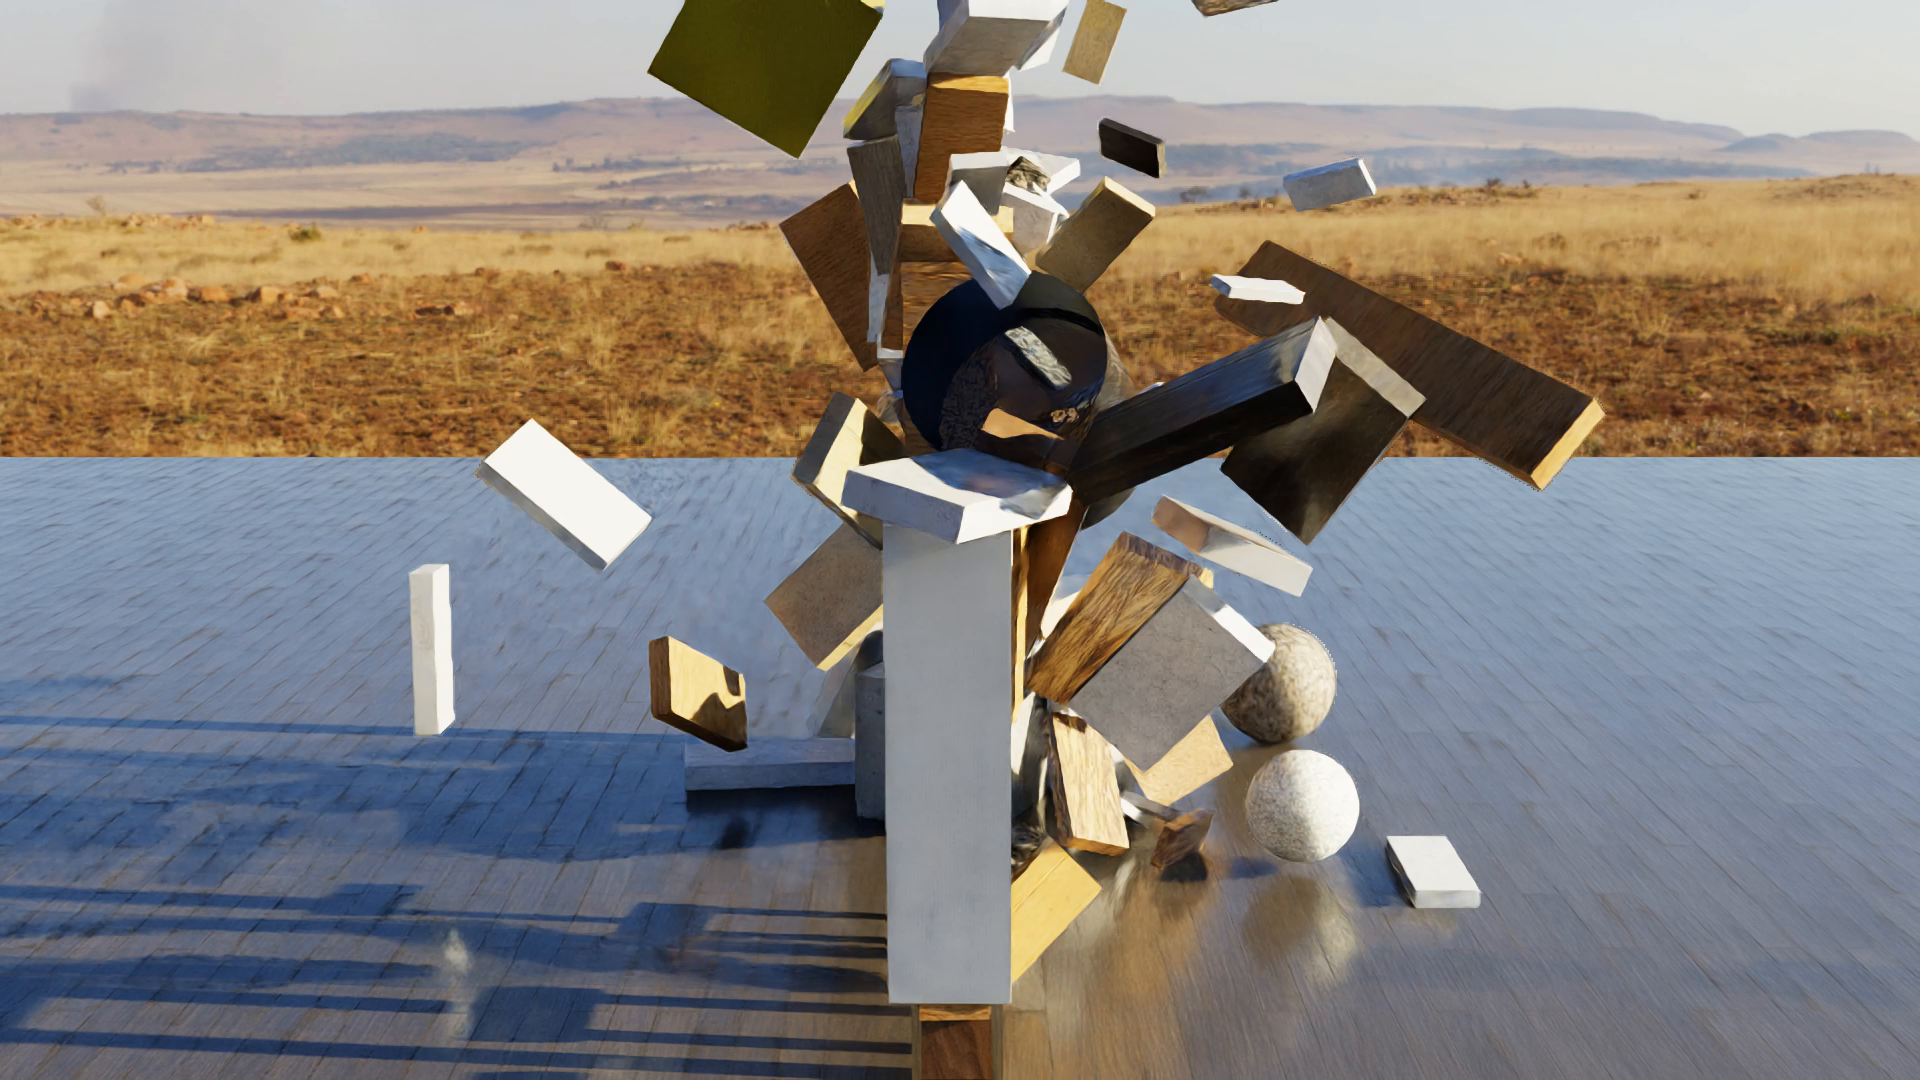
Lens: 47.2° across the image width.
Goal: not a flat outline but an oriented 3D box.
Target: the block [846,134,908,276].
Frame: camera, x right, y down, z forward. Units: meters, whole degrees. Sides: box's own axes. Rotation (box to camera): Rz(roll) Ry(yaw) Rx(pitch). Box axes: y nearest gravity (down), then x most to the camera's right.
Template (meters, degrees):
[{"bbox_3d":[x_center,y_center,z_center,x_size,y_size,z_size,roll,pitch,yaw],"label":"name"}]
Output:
[{"bbox_3d":[-0.101,-0.528,3.462,0.104,0.209,0.030,-8,22,15],"label":"block"}]

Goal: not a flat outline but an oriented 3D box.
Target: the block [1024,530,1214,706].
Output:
[{"bbox_3d":[0.232,0.134,3.252,0.150,0.300,0.042,25,34,-13],"label":"block"}]

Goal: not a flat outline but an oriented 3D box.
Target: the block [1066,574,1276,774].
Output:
[{"bbox_3d":[0.290,0.190,3.063,0.150,0.300,0.042,41,42,1],"label":"block"}]

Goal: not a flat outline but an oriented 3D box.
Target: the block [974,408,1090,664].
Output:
[{"bbox_3d":[0.061,0.008,2.840,0.156,0.395,0.044,24,48,5],"label":"block"}]

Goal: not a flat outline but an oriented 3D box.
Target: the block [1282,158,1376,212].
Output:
[{"bbox_3d":[0.444,-0.426,2.645,0.099,0.050,0.014,-9,46,31],"label":"block"}]

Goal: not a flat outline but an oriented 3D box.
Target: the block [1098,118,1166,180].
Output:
[{"bbox_3d":[0.219,-0.497,2.792,0.014,0.050,0.099,-37,48,-28],"label":"block"}]

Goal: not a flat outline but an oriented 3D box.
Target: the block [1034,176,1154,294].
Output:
[{"bbox_3d":[0.164,-0.371,2.683,0.073,0.147,0.021,28,41,-19],"label":"block"}]

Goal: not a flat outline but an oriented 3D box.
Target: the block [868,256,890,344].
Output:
[{"bbox_3d":[-0.086,-0.527,4.239,0.170,0.339,0.048,4,41,-1],"label":"block"}]

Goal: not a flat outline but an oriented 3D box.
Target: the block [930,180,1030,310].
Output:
[{"bbox_3d":[0.026,-0.362,2.701,0.021,0.147,0.073,-21,27,39],"label":"block"}]

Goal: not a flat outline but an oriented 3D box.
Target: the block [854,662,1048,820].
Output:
[{"bbox_3d":[-0.014,0.368,4.123,0.270,0.270,0.270,5,12,25],"label":"block"}]

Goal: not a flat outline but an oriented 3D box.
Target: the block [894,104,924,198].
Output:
[{"bbox_3d":[-0.031,-0.565,3.369,0.104,0.209,0.030,-5,33,7],"label":"block"}]

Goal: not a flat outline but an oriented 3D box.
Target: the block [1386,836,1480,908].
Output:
[{"bbox_3d":[0.801,0.562,3.739,0.104,0.030,0.284,0,11,1],"label":"block"}]

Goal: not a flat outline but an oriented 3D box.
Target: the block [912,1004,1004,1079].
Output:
[{"bbox_3d":[-0.003,0.493,2.911,0.122,0.467,0.035,0,11,0],"label":"block"}]

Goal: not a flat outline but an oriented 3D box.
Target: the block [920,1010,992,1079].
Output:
[{"bbox_3d":[-0.005,0.671,2.755,0.087,0.174,0.025,-1,11,-3],"label":"block"}]

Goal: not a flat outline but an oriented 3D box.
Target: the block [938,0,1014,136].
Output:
[{"bbox_3d":[0.028,-0.884,4.066,0.126,0.295,0.036,-11,-11,36],"label":"block"}]

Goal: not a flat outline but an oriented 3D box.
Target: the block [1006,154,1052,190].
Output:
[{"bbox_3d":[0.080,-0.554,3.547,0.064,0.129,0.018,31,25,-33],"label":"block"}]

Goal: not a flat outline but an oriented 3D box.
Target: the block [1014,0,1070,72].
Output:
[{"bbox_3d":[0.133,-0.833,3.613,0.064,0.129,0.018,-26,63,-33],"label":"block"}]

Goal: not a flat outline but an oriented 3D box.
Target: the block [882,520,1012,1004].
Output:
[{"bbox_3d":[-0.014,0.271,2.645,0.151,0.605,0.043,0,15,1],"label":"block"}]

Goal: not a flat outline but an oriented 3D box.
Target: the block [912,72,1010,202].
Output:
[{"bbox_3d":[0.000,-0.589,3.265,0.118,0.236,0.033,4,52,-5],"label":"block"}]

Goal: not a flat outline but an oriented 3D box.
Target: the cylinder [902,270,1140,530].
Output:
[{"bbox_3d":[0.094,-0.179,2.953,0.275,0.275,0.275,4,-18,18],"label":"cylinder"}]

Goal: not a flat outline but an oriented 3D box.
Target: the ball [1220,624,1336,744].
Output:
[{"bbox_3d":[0.654,0.298,4.566,0.247,0.247,0.247,0,11,0],"label":"ball"}]

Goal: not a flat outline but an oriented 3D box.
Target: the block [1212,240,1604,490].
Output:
[{"bbox_3d":[0.554,-0.237,2.811,0.033,0.118,0.608,42,-3,-42],"label":"block"}]

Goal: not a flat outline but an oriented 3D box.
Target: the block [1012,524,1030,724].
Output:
[{"bbox_3d":[0.006,0.083,2.797,0.151,0.301,0.043,9,27,14],"label":"block"}]

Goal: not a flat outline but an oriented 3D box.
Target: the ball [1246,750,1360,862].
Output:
[{"bbox_3d":[0.586,0.456,3.769,0.192,0.192,0.192,0,11,0],"label":"ball"}]

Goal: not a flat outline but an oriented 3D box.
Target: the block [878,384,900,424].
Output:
[{"bbox_3d":[-0.052,-0.327,4.648,0.170,0.048,0.339,6,-21,-14],"label":"block"}]

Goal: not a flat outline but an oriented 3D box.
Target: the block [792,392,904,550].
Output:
[{"bbox_3d":[-0.155,-0.106,3.604,0.044,0.154,0.314,21,-11,30],"label":"block"}]

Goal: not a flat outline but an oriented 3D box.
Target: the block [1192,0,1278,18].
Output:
[{"bbox_3d":[0.390,-0.856,3.186,0.128,0.128,0.128,-7,-17,25],"label":"block"}]

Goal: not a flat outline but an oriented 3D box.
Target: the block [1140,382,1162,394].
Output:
[{"bbox_3d":[0.246,-0.194,3.269,0.130,0.018,0.065,-30,-6,14],"label":"block"}]

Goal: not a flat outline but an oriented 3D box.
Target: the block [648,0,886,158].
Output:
[{"bbox_3d":[-0.288,-0.793,3.361,0.258,0.258,0.258,28,25,-14],"label":"block"}]

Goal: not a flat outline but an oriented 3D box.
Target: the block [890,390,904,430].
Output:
[{"bbox_3d":[0.023,-0.122,3.601,0.168,0.336,0.048,-30,23,-21],"label":"block"}]

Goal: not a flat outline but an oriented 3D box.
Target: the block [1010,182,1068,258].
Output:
[{"bbox_3d":[0.076,-0.488,3.565,0.083,0.196,0.023,35,29,-32],"label":"block"}]

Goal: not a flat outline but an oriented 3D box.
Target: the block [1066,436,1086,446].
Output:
[{"bbox_3d":[0.131,-0.121,3.267,0.130,0.018,0.065,-25,-9,36],"label":"block"}]

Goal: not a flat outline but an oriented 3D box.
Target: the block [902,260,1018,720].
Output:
[{"bbox_3d":[0.001,-0.072,3.401,0.168,0.713,0.048,0,7,2],"label":"block"}]

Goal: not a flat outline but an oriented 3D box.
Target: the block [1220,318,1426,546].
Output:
[{"bbox_3d":[0.457,-0.133,2.808,0.156,0.311,0.044,42,57,10],"label":"block"}]
